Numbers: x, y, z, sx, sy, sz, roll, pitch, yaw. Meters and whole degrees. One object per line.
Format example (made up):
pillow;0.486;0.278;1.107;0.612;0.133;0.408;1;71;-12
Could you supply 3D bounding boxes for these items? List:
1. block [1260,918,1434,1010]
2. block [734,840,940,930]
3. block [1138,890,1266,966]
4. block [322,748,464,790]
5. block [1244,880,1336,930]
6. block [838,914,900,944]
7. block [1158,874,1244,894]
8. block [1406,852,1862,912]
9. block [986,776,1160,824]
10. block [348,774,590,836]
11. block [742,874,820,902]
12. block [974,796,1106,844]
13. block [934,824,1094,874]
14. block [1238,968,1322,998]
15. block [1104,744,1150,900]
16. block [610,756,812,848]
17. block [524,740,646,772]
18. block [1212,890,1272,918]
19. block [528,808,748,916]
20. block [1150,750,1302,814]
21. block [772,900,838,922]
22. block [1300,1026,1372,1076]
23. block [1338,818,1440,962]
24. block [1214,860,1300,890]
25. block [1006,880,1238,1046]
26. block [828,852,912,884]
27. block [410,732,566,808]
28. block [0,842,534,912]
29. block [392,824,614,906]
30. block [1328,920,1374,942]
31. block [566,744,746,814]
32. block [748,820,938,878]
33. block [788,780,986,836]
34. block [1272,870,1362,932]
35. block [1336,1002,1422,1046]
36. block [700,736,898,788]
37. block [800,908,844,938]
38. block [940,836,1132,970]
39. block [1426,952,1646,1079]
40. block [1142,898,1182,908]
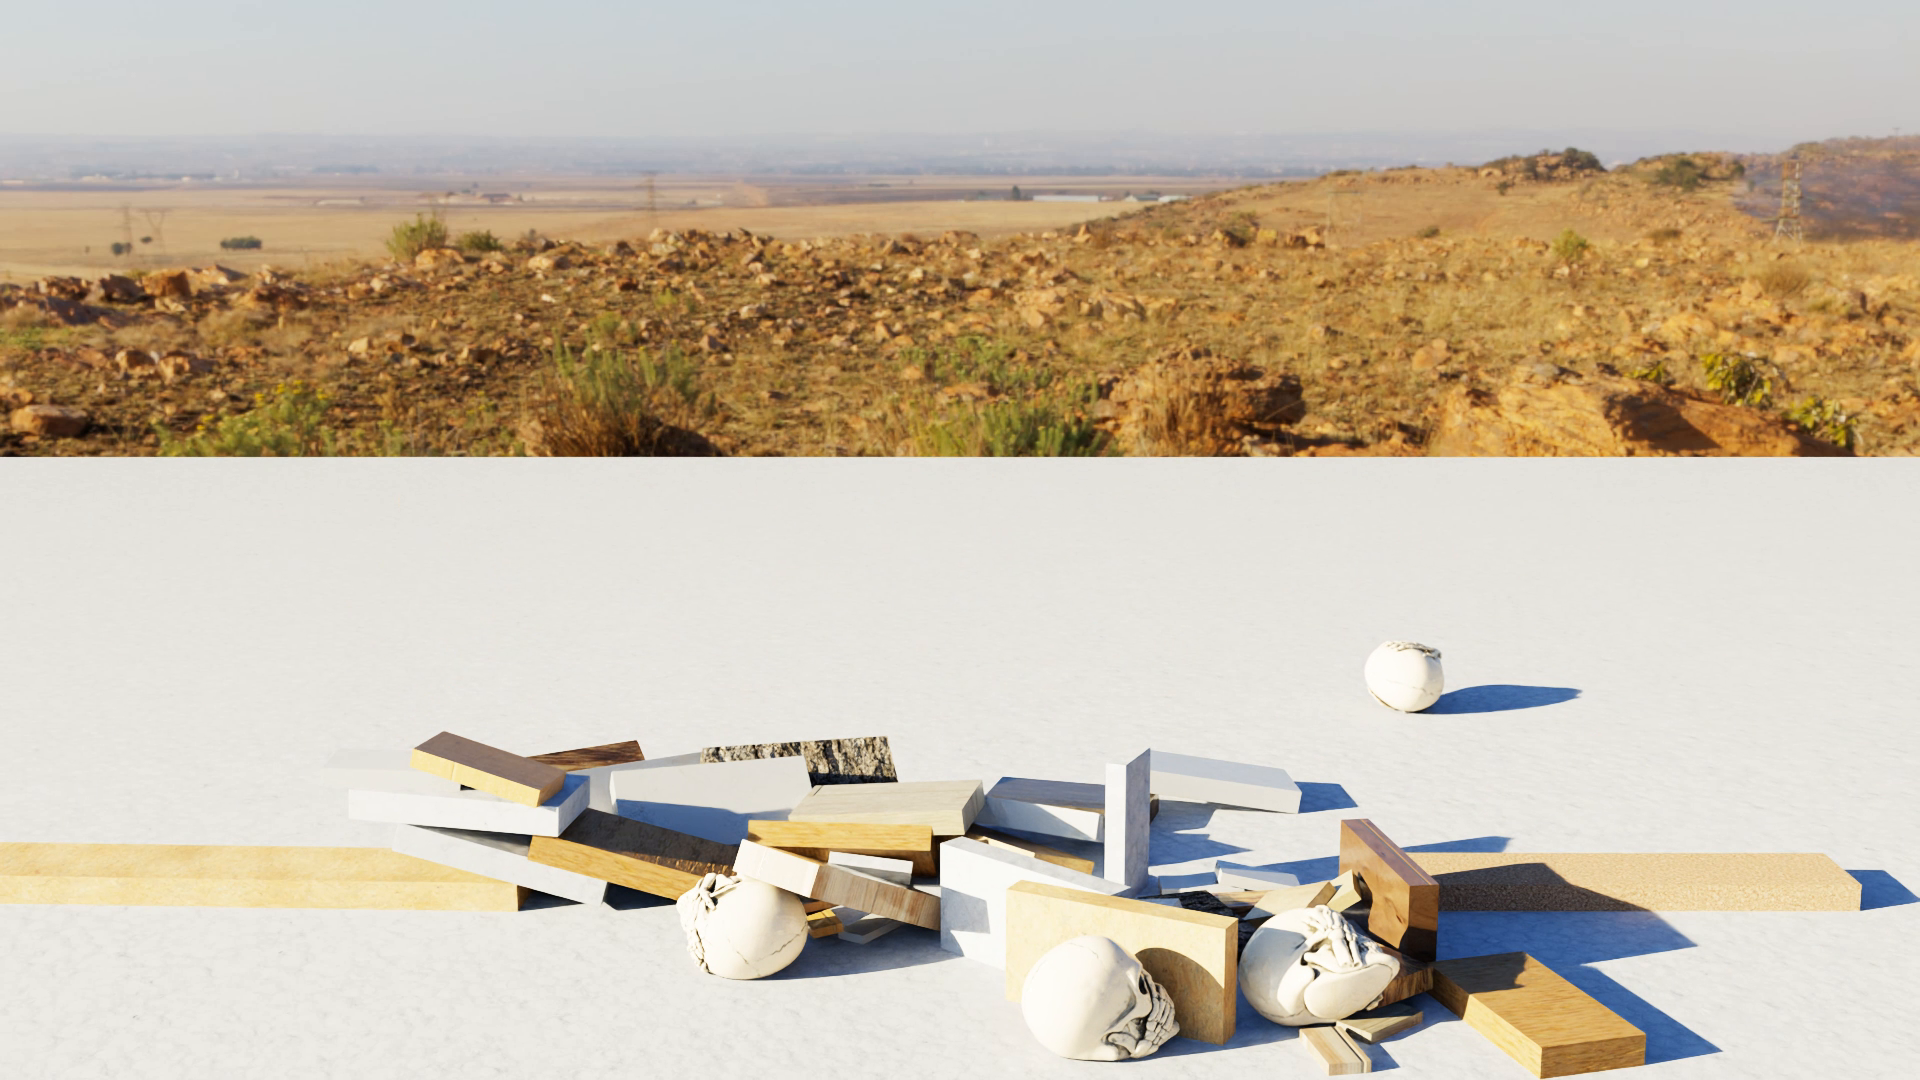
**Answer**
block;0.571;0.627;3.267;0.121;0.034;0.241;-10;14;-33
block;-0.167;0.541;3.414;0.173;0.049;0.346;10;-10;43
block;0.381;0.611;3.460;0.121;0.034;0.241;-3;11;-17
block;-0.924;0.377;3.619;0.222;0.031;0.111;2;11;-2
block;0.517;0.575;3.456;0.075;0.021;0.149;-39;8;-35
block;-0.144;0.616;3.491;0.049;0.014;0.098;7;13;34
block;0.402;0.580;3.671;0.136;0.019;0.068;0;11;-1
block;1.101;0.568;3.661;0.732;0.045;0.160;0;11;0
block;0.206;0.492;4.080;0.302;0.043;0.151;3;11;16
block;-0.804;0.423;3.622;0.349;0.049;0.175;4;11;7
block;-0.298;0.558;3.630;0.139;0.020;0.069;23;3;-20
block;0.094;0.486;3.891;0.340;0.048;0.170;7;-7;16
block;0.063;0.528;3.756;0.305;0.043;0.153;11;-4;45
block;0.483;0.655;3.273;0.120;0.017;0.060;-4;11;-19
block;0.278;0.472;3.642;0.034;0.241;0.121;5;12;24
block;-0.430;0.478;3.870;0.347;0.049;0.173;-3;50;-17
block;-0.716;0.465;3.952;0.341;0.048;0.171;-6;50;-31
block;0.478;0.594;3.592;0.136;0.019;0.068;-2;11;-8
block;-0.524;0.523;3.639;0.349;0.049;0.175;15;11;-2
block;0.478;0.453;4.152;0.302;0.043;0.151;9;10;-6
block;-0.249;0.596;3.546;0.098;0.014;0.049;-7;-13;-33
block;0.515;0.702;3.022;0.060;0.017;0.120;-2;11;-10
block;0.660;0.557;3.405;0.045;0.160;0.320;-2;11;-8
block;0.497;0.566;3.670;0.136;0.019;0.068;11;10;-3
block;0.228;0.601;3.144;0.340;0.170;0.048;6;12;28
block;-0.150;0.548;3.673;0.139;0.020;0.069;7;-25;-1
block;-0.764;0.371;3.568;0.222;0.031;0.111;17;13;9
block;-1.213;0.563;3.684;0.994;0.048;0.171;0;11;3
block;-0.744;0.510;3.651;0.349;0.049;0.175;16;11;-2
block;0.600;0.628;3.409;0.075;0.021;0.156;-2;11;-9
block;-0.543;0.469;3.962;0.394;0.043;0.151;-6;52;-31
block;-0.195;0.520;3.703;0.305;0.043;0.153;1;-25;5
block;-0.124;0.462;3.773;0.305;0.043;0.153;-4;12;15
block;0.557;0.576;3.442;0.149;0.021;0.075;-34;8;15
block;0.596;0.683;3.120;0.120;0.017;0.060;-9;14;-42
block;-0.287;0.451;4.000;0.346;0.049;0.173;-2;49;-17
block;-0.220;0.608;3.490;0.049;0.014;0.098;-11;7;-15
block;0.110;0.570;3.311;0.340;0.170;0.048;10;14;43
block;0.810;0.669;3.118;0.160;0.045;0.320;-3;11;-16
block;0.283;0.593;3.476;0.125;0.018;0.063;-9;22;39
